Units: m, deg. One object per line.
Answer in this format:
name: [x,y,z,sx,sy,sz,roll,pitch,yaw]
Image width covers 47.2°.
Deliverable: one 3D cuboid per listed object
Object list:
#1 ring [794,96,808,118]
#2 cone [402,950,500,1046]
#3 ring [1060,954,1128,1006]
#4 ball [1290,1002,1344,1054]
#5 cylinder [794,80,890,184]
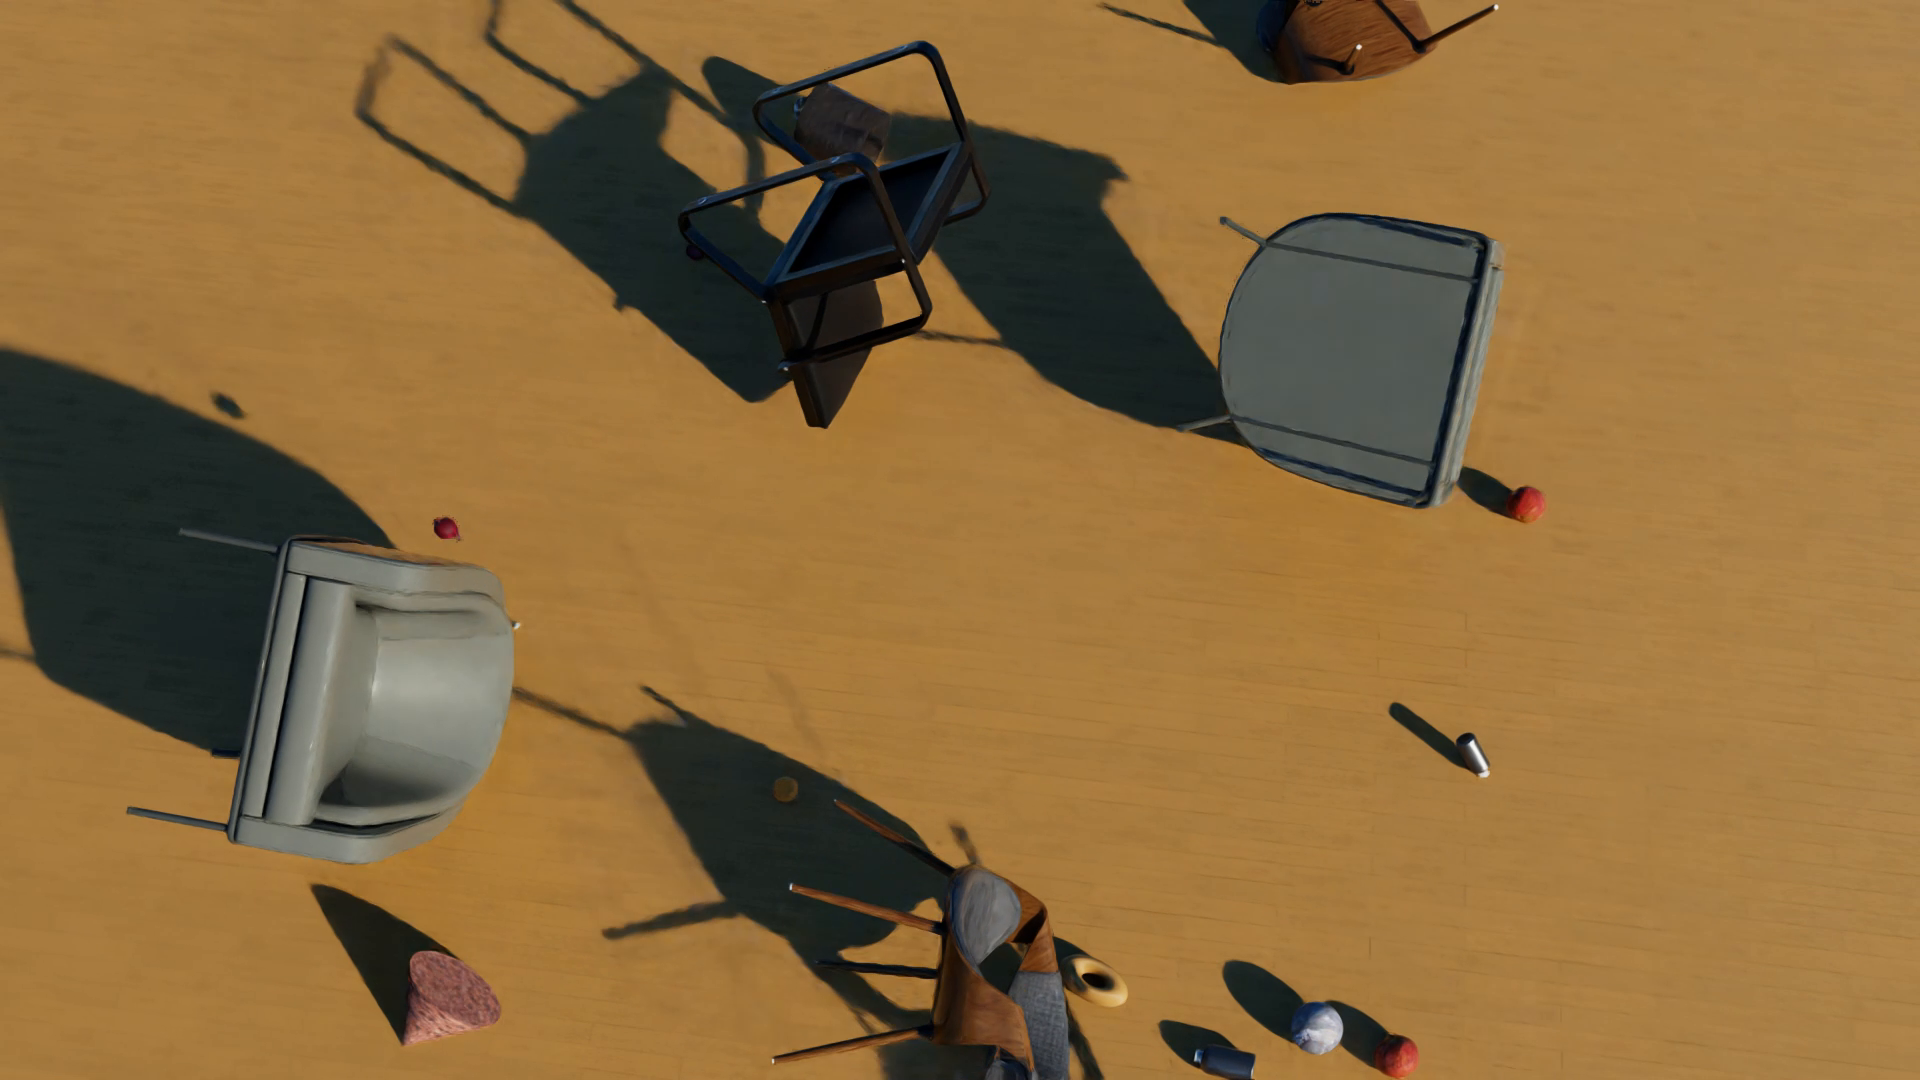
ring: [-0.530,-1.475,7.529,0.079,0.053,0.087,30,73,11]
cone: [-1.370,1.231,5.674,0.220,0.297,0.256,-47,52,11]
ring: [0.350,1.154,5.762,0.200,0.064,0.111,27,59,18]
ball: [0.917,1.254,5.652,0.134,0.134,0.134,0,56,0]
cylinder: [-0.395,-1.359,7.322,0.244,0.263,0.185,30,34,12]
